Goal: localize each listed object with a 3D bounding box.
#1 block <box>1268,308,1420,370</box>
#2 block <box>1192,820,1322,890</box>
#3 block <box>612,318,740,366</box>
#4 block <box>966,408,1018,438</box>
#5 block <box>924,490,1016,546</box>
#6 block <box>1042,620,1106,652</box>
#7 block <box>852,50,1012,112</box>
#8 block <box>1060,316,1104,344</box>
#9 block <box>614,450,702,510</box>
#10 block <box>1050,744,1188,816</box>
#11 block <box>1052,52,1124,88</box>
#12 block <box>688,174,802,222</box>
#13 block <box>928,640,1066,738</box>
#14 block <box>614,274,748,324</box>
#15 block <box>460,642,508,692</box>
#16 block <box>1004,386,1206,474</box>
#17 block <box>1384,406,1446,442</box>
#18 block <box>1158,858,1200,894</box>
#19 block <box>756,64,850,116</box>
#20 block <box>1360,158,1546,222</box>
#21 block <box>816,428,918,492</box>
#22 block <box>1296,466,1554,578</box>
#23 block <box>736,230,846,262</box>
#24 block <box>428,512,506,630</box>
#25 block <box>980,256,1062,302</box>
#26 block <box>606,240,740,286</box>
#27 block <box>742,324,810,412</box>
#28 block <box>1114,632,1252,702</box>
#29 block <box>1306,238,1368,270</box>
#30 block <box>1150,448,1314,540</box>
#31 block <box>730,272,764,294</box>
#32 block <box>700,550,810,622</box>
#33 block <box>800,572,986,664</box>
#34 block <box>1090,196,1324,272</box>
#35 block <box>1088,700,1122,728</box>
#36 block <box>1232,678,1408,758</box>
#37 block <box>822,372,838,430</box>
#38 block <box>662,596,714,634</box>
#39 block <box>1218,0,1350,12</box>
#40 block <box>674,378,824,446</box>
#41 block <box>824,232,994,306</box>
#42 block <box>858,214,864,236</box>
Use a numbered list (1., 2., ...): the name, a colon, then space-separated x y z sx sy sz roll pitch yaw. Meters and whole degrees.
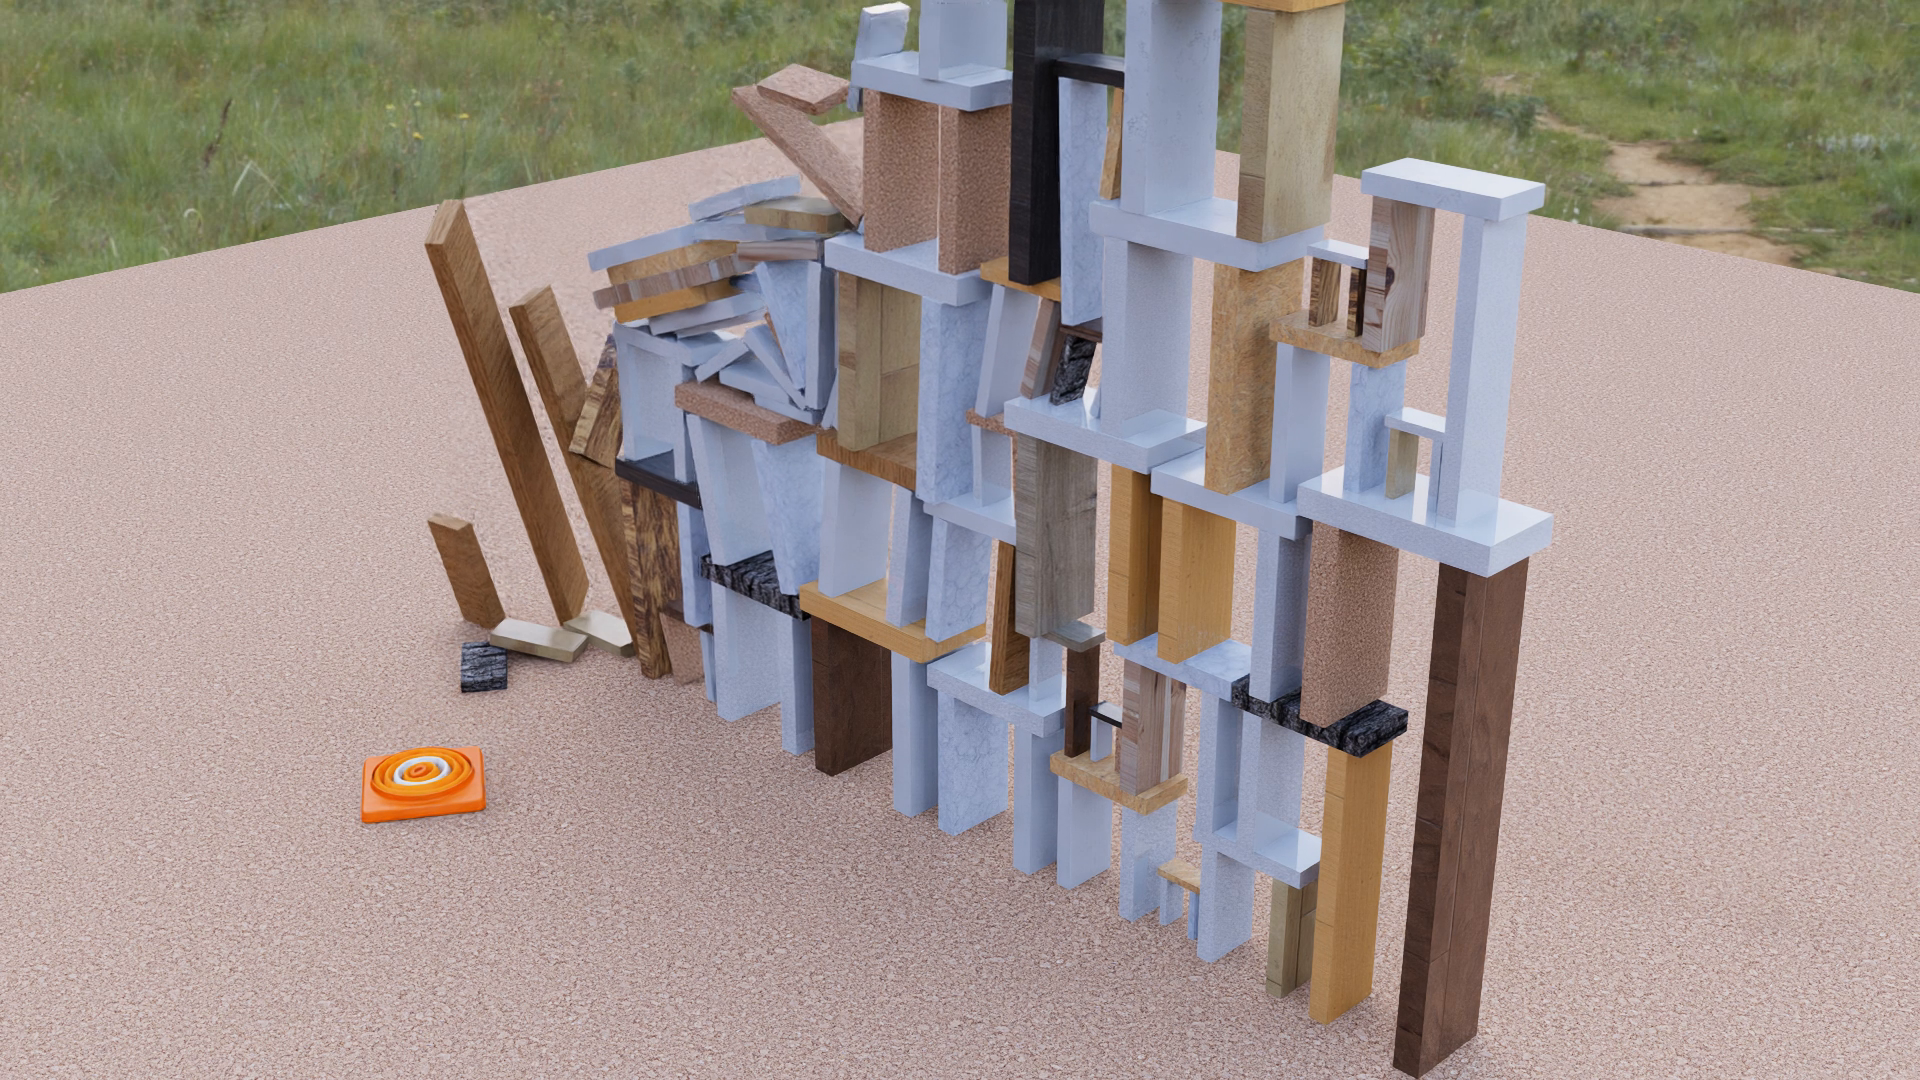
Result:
1. block: 0.601 -0.318 3.443 0.105 0.030 0.211 -21 31 -40
2. block: 0.537 0.533 3.863 0.234 0.033 0.117 21 31 40
3. block: -0.607 -0.434 4.702 0.269 0.038 0.135 22 31 40
4. block: 0.095 -0.218 4.029 0.079 0.022 0.158 -21 30 -41
5. block: 0.069 -0.053 4.123 0.260 0.037 0.130 20 30 41
6. block: 0.195 0.168 4.077 0.140 0.020 0.070 21 31 41
7. block: -0.036 -0.819 3.914 0.299 0.042 0.149 22 31 40
8. block: 0.247 -0.362 3.797 0.069 0.020 0.139 -21 31 -40
9. block: -0.608 -0.144 4.816 0.290 0.041 0.145 21 31 40
10. block: 0.294 0.435 4.088 0.236 0.033 0.118 21 31 41
11. block: 0.252 -0.772 3.620 0.093 0.026 0.185 -21 30 -40
12. block: -0.436 -0.689 4.443 0.126 0.036 0.253 -18 8 -32
13. block: 0.100 0.285 4.240 0.310 0.044 0.155 21 31 41
14. block: -0.589 -0.507 4.617 0.142 0.040 0.283 -23 12 -40
15. block: -1.091 0.289 5.044 0.101 0.029 0.203 -4 23 -10
16. block: 0.255 -0.200 3.857 0.332 0.047 0.166 21 31 40
17. block: 0.716 -0.176 3.371 0.058 0.016 0.115 -21 31 -41
18. block: 0.417 0.616 4.032 0.101 0.014 0.050 21 31 41
19. block: -0.295 -0.860 4.198 0.096 0.027 0.192 -35 40 -25
20. block: 0.720 -0.515 3.221 0.237 0.034 0.118 21 31 40
21. block: -0.124 -0.169 4.284 0.299 0.042 0.149 22 31 40
22. block: 0.721 -0.040 3.431 0.353 0.050 0.176 21 31 41
23. block: -0.311 -0.581 4.345 0.131 0.037 0.262 -17 15 -38
24. block: -1.167 0.075 5.212 0.039 0.275 0.138 -34 32 -34
25. block: 0.141 -0.463 3.879 0.195 0.028 0.098 22 31 40
26. block: -0.602 -0.590 4.626 0.143 0.041 0.286 -23 12 -41
27. block: -0.336 -0.357 4.443 0.103 0.029 0.207 -24 66 -41
28. block: 0.414 0.203 3.864 0.133 0.038 0.265 -21 31 -40
29. block: 0.597 -0.441 3.393 0.055 0.016 0.111 -20 30 -39
30. block: 0.482 -0.080 3.663 0.300 0.042 0.150 21 31 40
31. block: -0.409 -0.525 4.484 0.068 0.019 0.136 -16 21 -29
32. block: -0.384 0.079 4.681 0.326 0.046 0.163 21 31 40
33. block: -0.138 0.143 4.441 0.179 0.051 0.358 -21 31 -41
34. block: 0.398 -0.510 3.578 0.346 0.049 0.173 21 31 40
35. block: 0.286 0.323 4.058 0.046 0.013 0.092 -21 31 -40
36. block: 0.602 0.282 3.687 0.132 0.037 0.265 -21 31 -41
37. block: -0.213 -0.296 4.343 0.086 0.172 0.024 -17 49 -41
38. block: -0.578 0.165 4.917 0.166 0.023 0.083 19 30 39
39. block: 0.426 -0.871 3.391 0.356 0.050 0.178 21 31 41
40. block: -0.425 -0.279 4.561 0.328 0.046 0.164 22 31 40
41. block: -0.068 -0.513 4.077 0.352 0.050 0.176 22 32 40
42. block: -0.153 -0.626 4.134 0.056 0.112 0.016 -22 57 -40
